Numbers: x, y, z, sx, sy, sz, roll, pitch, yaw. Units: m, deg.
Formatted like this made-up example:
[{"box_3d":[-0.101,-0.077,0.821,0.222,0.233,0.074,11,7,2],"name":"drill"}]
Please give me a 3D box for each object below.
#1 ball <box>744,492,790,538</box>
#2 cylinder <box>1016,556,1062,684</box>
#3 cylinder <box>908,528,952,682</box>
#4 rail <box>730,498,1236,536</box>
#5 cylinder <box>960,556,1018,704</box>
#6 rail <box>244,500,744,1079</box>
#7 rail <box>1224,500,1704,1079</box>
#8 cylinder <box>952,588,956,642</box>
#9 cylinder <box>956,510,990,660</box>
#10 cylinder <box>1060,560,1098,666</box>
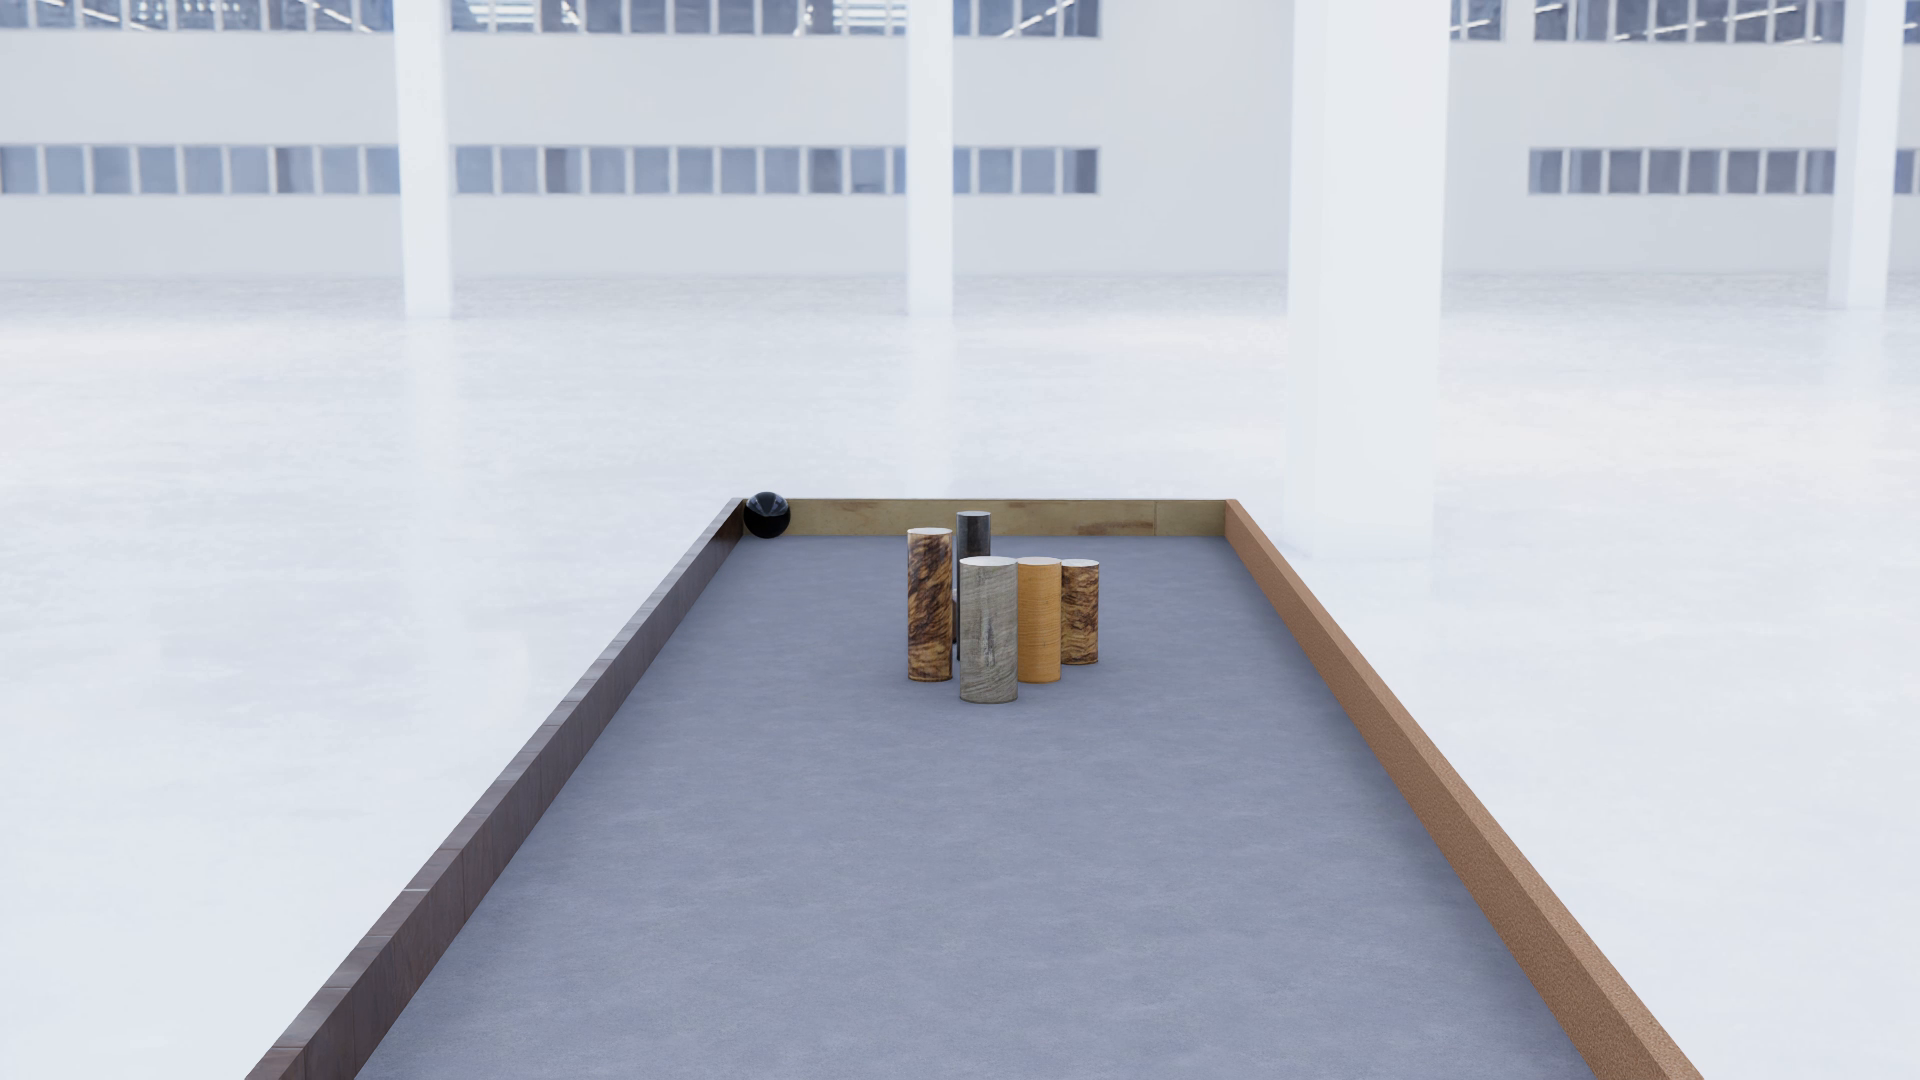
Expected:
[{"box_3d":[-0.793,-0.103,9.033,0.196,0.196,0.196,0,9,0],"name":"ball"},{"box_3d":[0.225,0.233,6.419,0.140,0.350,0.140,0,9,0],"name":"cylinder"},{"box_3d":[-0.087,0.189,6.426,0.131,0.436,0.131,0,9,0],"name":"cylinder"},{"box_3d":[0.099,-0.098,9.147,2.100,0.150,0.050,0,9,1],"name":"rail"},{"box_3d":[0.081,0.252,6.171,0.163,0.391,0.163,0,9,0],"name":"cylinder"},{"box_3d":[-1.004,0.839,3.234,0.050,0.150,12.000,0,9,1],"name":"rail"},{"box_3d":[1.046,0.843,3.208,0.050,0.150,12.000,0,9,1],"name":"rail"},{"box_3d":[0.032,0.226,7.077,0.159,0.159,0.340,6,11,33],"name":"cylinder"},{"box_3d":[0.041,0.141,6.682,0.104,0.449,0.104,0,9,0],"name":"cylinder"},{"box_3d":[0.353,0.218,6.669,0.134,0.302,0.134,0,9,0],"name":"cylinder"}]
